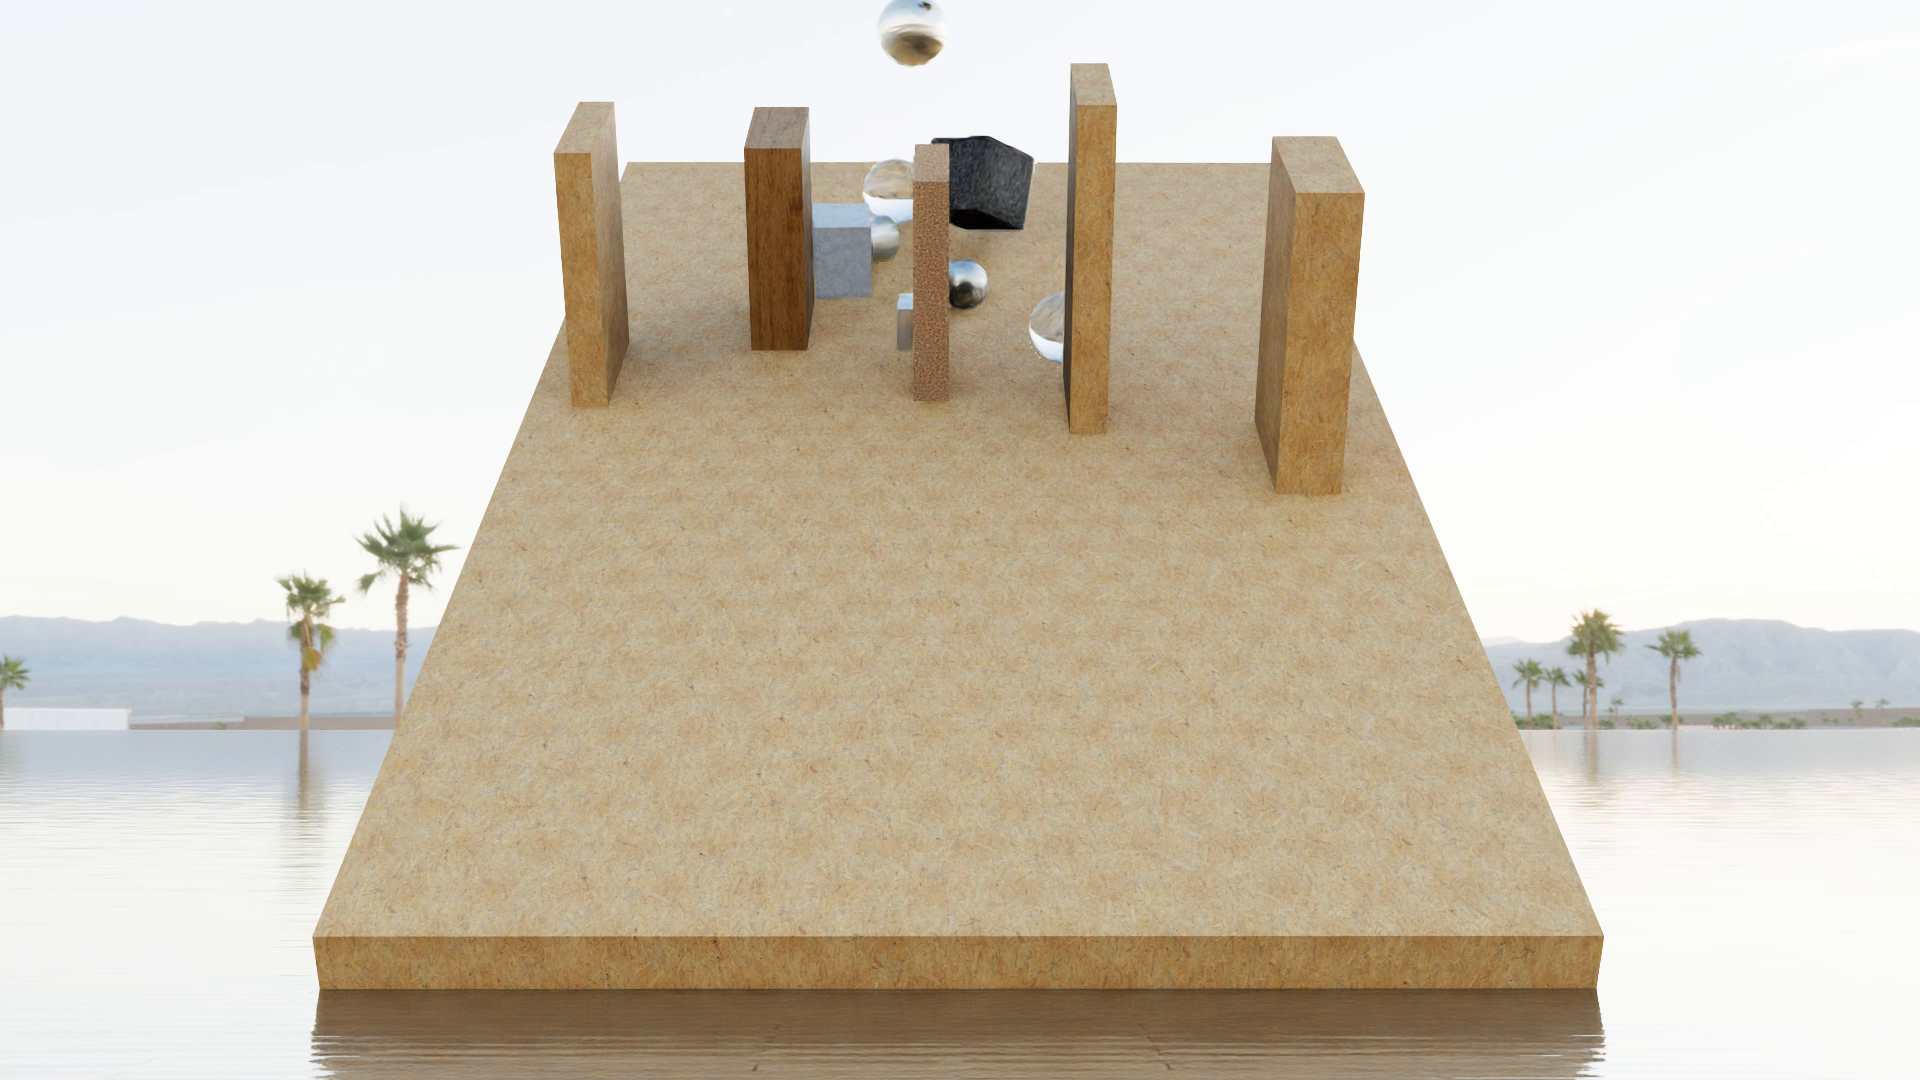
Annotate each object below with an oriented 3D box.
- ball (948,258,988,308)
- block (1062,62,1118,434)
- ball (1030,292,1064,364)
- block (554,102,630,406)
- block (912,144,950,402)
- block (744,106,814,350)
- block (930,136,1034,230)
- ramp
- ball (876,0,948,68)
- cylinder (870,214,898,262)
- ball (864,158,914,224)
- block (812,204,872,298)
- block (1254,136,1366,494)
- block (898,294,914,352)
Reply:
[{"bbox_3d":[0.010,-0.660,6.083,0.128,0.128,0.128,0,-4,0],"label":"ball"},{"bbox_3d":[0.293,-0.662,5.370,0.085,0.766,0.344,0,26,0],"label":"block"},{"bbox_3d":[0.254,-0.516,5.729,0.172,0.172,0.172,0,-4,0],"label":"ball"},{"bbox_3d":[-0.865,-0.678,5.569,0.083,0.612,0.417,0,26,0],"label":"block"},{"bbox_3d":[-0.067,-0.631,5.565,0.082,0.536,0.292,0,26,0],"label":"block"},{"bbox_3d":[-0.447,-0.779,5.884,0.138,0.515,0.355,0,26,0],"label":"block"},{"bbox_3d":[0.048,-0.978,6.481,0.204,0.204,0.204,5,-6,40],"label":"block"},{"bbox_3d":[-0.010,-0.228,5.467,2.000,0.100,4.000,0,26,0],"label":"ramp"},{"bbox_3d":[-0.136,-1.460,6.762,0.208,0.208,0.208,0,-4,0],"label":"ball"},{"bbox_3d":[-0.249,-0.813,6.394,0.120,0.120,0.120,-16,6,-36],"label":"cylinder"},{"bbox_3d":[-0.183,-0.989,6.686,0.184,0.184,0.184,0,-4,0],"label":"ball"},{"bbox_3d":[-0.335,-0.761,6.211,0.194,0.194,0.194,-2,26,-3],"label":"block"},{"bbox_3d":[0.752,-0.491,5.127,0.141,0.676,0.400,0,26,0],"label":"block"},{"bbox_3d":[-0.098,-0.540,5.859,0.112,0.112,0.112,0,26,0],"label":"block"}]
